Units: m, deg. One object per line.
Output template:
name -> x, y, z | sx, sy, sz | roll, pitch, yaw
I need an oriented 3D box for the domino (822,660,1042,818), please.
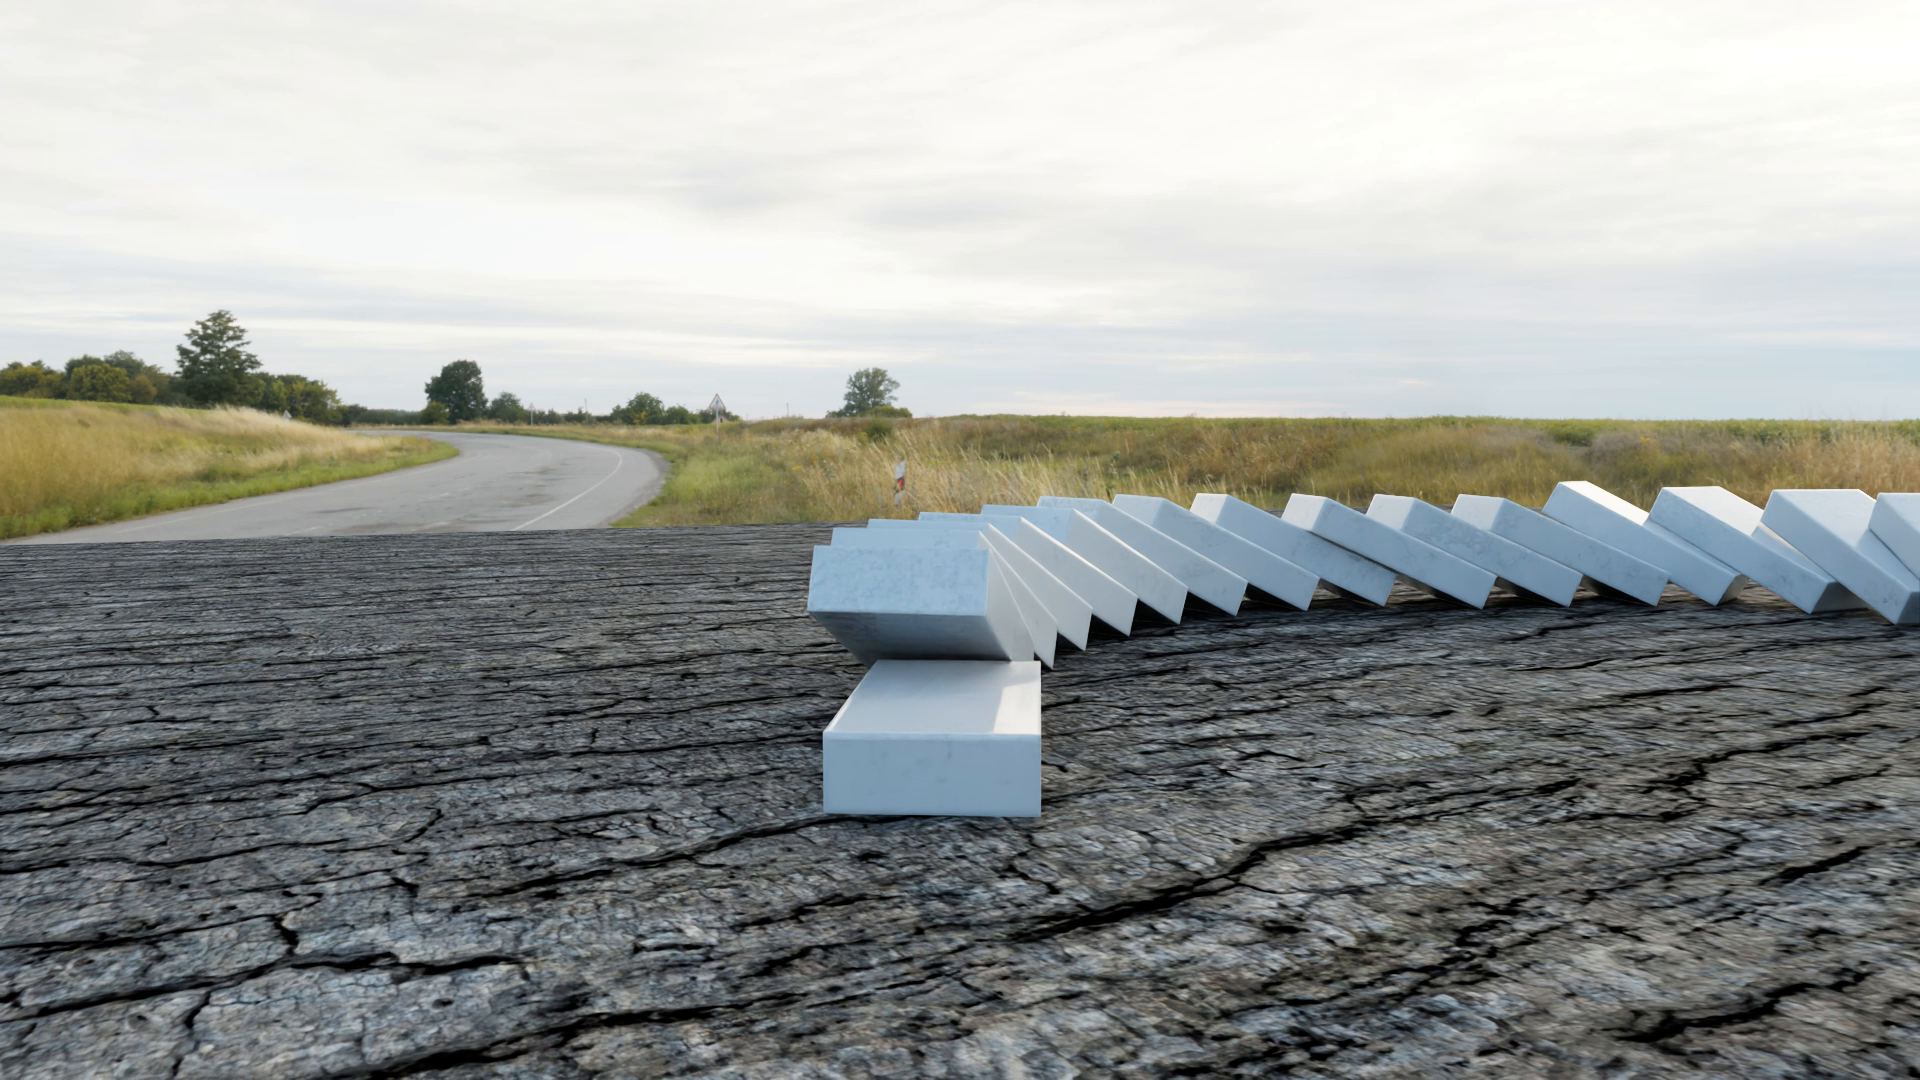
domino -> -0.002, 0.025, 0.172 | 0.025, 0.010, 0.050 | 0, 4, 3

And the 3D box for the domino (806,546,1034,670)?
domino -> -0.004, 0.014, 0.199 | 0.025, 0.010, 0.050 | 1, -19, 11

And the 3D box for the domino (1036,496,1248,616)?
domino -> 0.044, 0.004, 0.315 | 0.050, 0.009, 0.025 | 27, -10, -30

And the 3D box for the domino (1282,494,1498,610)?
domino -> 0.112, 0.003, 0.339 | 0.050, 0.009, 0.025 | 24, 2, -7

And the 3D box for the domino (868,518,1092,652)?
domino -> 0.004, 0.009, 0.250 | 0.025, 0.010, 0.050 | 2, -19, 29

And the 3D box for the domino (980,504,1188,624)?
domino -> 0.028, 0.006, 0.293 | 0.025, 0.010, 0.050 | 4, -18, 41

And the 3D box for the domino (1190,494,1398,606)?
domino -> 0.087, 0.002, 0.339 | 0.050, 0.010, 0.025 | 24, 0, -8

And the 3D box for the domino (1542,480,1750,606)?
domino -> 0.191, 0.000, 0.356 | 0.025, 0.009, 0.050 | -4, 34, -48

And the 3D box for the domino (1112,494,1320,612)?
domino -> 0.064, 0.003, 0.329 | 0.050, 0.009, 0.025 | 25, -5, -20

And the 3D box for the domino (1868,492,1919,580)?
domino -> 0.237, 0.005, 0.297 | 0.025, 0.010, 0.050 | 1, 30, 9

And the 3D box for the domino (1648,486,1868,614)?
domino -> 0.215, 0.002, 0.344 | 0.025, 0.010, 0.050 | -2, 31, -26

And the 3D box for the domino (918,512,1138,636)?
domino -> 0.015, 0.008, 0.273 | 0.025, 0.010, 0.050 | 3, -18, 37

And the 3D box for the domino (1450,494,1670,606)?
domino -> 0.160, 0.002, 0.345 | 0.050, 0.010, 0.025 | 23, 2, -6

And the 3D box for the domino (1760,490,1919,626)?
domino -> 0.230, 0.003, 0.322 | 0.025, 0.010, 0.050 | 0, 30, -6

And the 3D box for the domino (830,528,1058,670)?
domino -> -0.002, 0.011, 0.224 | 0.025, 0.009, 0.050 | 1, -19, 20

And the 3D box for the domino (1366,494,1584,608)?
domino -> 0.136, 0.002, 0.343 | 0.050, 0.010, 0.025 | 23, 2, -7
